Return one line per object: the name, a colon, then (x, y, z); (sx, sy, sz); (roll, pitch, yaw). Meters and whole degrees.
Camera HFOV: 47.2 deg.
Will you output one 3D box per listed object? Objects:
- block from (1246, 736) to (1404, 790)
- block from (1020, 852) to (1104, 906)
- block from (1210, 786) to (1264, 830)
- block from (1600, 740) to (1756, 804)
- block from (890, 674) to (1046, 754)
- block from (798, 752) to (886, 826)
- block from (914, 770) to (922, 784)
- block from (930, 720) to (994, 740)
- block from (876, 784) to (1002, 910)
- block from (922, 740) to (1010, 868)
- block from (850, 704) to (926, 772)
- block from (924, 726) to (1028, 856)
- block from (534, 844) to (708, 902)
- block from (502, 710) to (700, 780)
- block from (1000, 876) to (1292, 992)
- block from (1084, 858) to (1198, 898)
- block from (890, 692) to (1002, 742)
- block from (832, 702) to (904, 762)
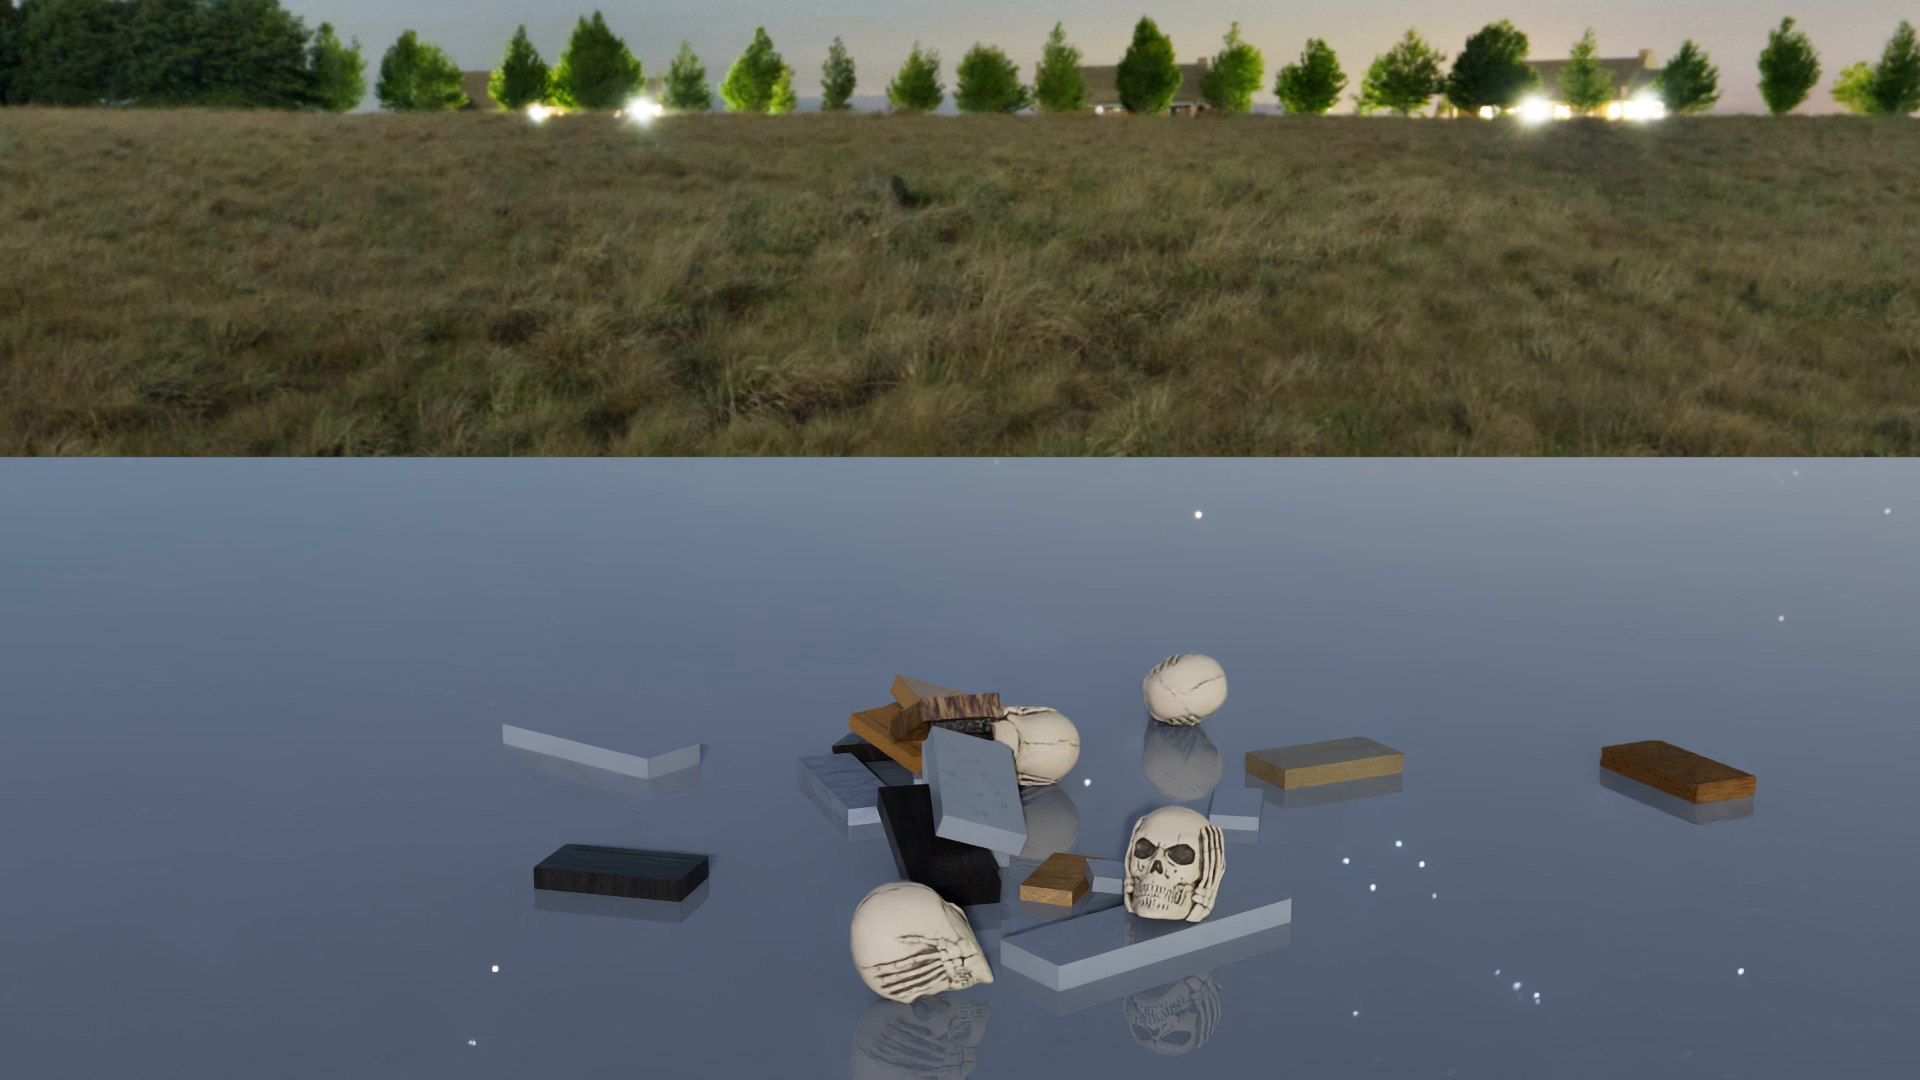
block: (0.723, 0.441, 4.363); (0.279, 0.040, 0.140); (-5, 12, -25)
block: (0.173, 0.570, 3.705); (0.090, 0.026, 0.180); (4, 11, 20)
block: (0.515, 0.498, 4.092); (0.090, 0.026, 0.180); (2, 11, 10)
block: (1.402, 0.452, 4.304); (0.139, 0.040, 0.279); (-4, 11, -22)
block: (0.015, 0.355, 4.487); (0.293, 0.042, 0.147); (17, 12, -27)
block: (-0.211, 0.474, 4.210); (0.110, 0.031, 0.359); (-4, 11, -19)
block: (-0.030, 0.431, 4.421); (0.131, 0.037, 0.461); (0, 11, -2)
block: (0.008, 0.390, 4.108); (0.110, 0.031, 0.220); (-2, -25, 3)
block: (-0.039, 0.514, 3.726); (0.148, 0.042, 0.297); (-3, 28, -13)
block: (0.008, 0.467, 3.910); (0.148, 0.042, 0.297); (0, 33, -1)
block: (-0.111, 0.390, 4.342); (0.110, 0.031, 0.220); (-10, 25, -36)
block: (0.025, 0.431, 3.808); (0.148, 0.042, 0.297); (16, 23, -12)
block: (-0.572, 0.562, 3.719); (0.262, 0.037, 0.131); (3, 11, 14)
block: (-0.736, 0.415, 4.496); (0.427, 0.042, 0.147); (8, 13, 37)
block: (0.297, 0.611, 3.445); (0.485, 0.040, 0.140); (-8, 13, -36)
block: (0.302, 0.565, 3.658); (0.180, 0.025, 0.090); (7, 11, -8)
block: (-0.031, 0.337, 4.162); (0.147, 0.042, 0.293); (-4, -12, -14)
block: (-0.140, 0.389, 4.501); (0.131, 0.037, 0.262); (-8, 12, 29)
